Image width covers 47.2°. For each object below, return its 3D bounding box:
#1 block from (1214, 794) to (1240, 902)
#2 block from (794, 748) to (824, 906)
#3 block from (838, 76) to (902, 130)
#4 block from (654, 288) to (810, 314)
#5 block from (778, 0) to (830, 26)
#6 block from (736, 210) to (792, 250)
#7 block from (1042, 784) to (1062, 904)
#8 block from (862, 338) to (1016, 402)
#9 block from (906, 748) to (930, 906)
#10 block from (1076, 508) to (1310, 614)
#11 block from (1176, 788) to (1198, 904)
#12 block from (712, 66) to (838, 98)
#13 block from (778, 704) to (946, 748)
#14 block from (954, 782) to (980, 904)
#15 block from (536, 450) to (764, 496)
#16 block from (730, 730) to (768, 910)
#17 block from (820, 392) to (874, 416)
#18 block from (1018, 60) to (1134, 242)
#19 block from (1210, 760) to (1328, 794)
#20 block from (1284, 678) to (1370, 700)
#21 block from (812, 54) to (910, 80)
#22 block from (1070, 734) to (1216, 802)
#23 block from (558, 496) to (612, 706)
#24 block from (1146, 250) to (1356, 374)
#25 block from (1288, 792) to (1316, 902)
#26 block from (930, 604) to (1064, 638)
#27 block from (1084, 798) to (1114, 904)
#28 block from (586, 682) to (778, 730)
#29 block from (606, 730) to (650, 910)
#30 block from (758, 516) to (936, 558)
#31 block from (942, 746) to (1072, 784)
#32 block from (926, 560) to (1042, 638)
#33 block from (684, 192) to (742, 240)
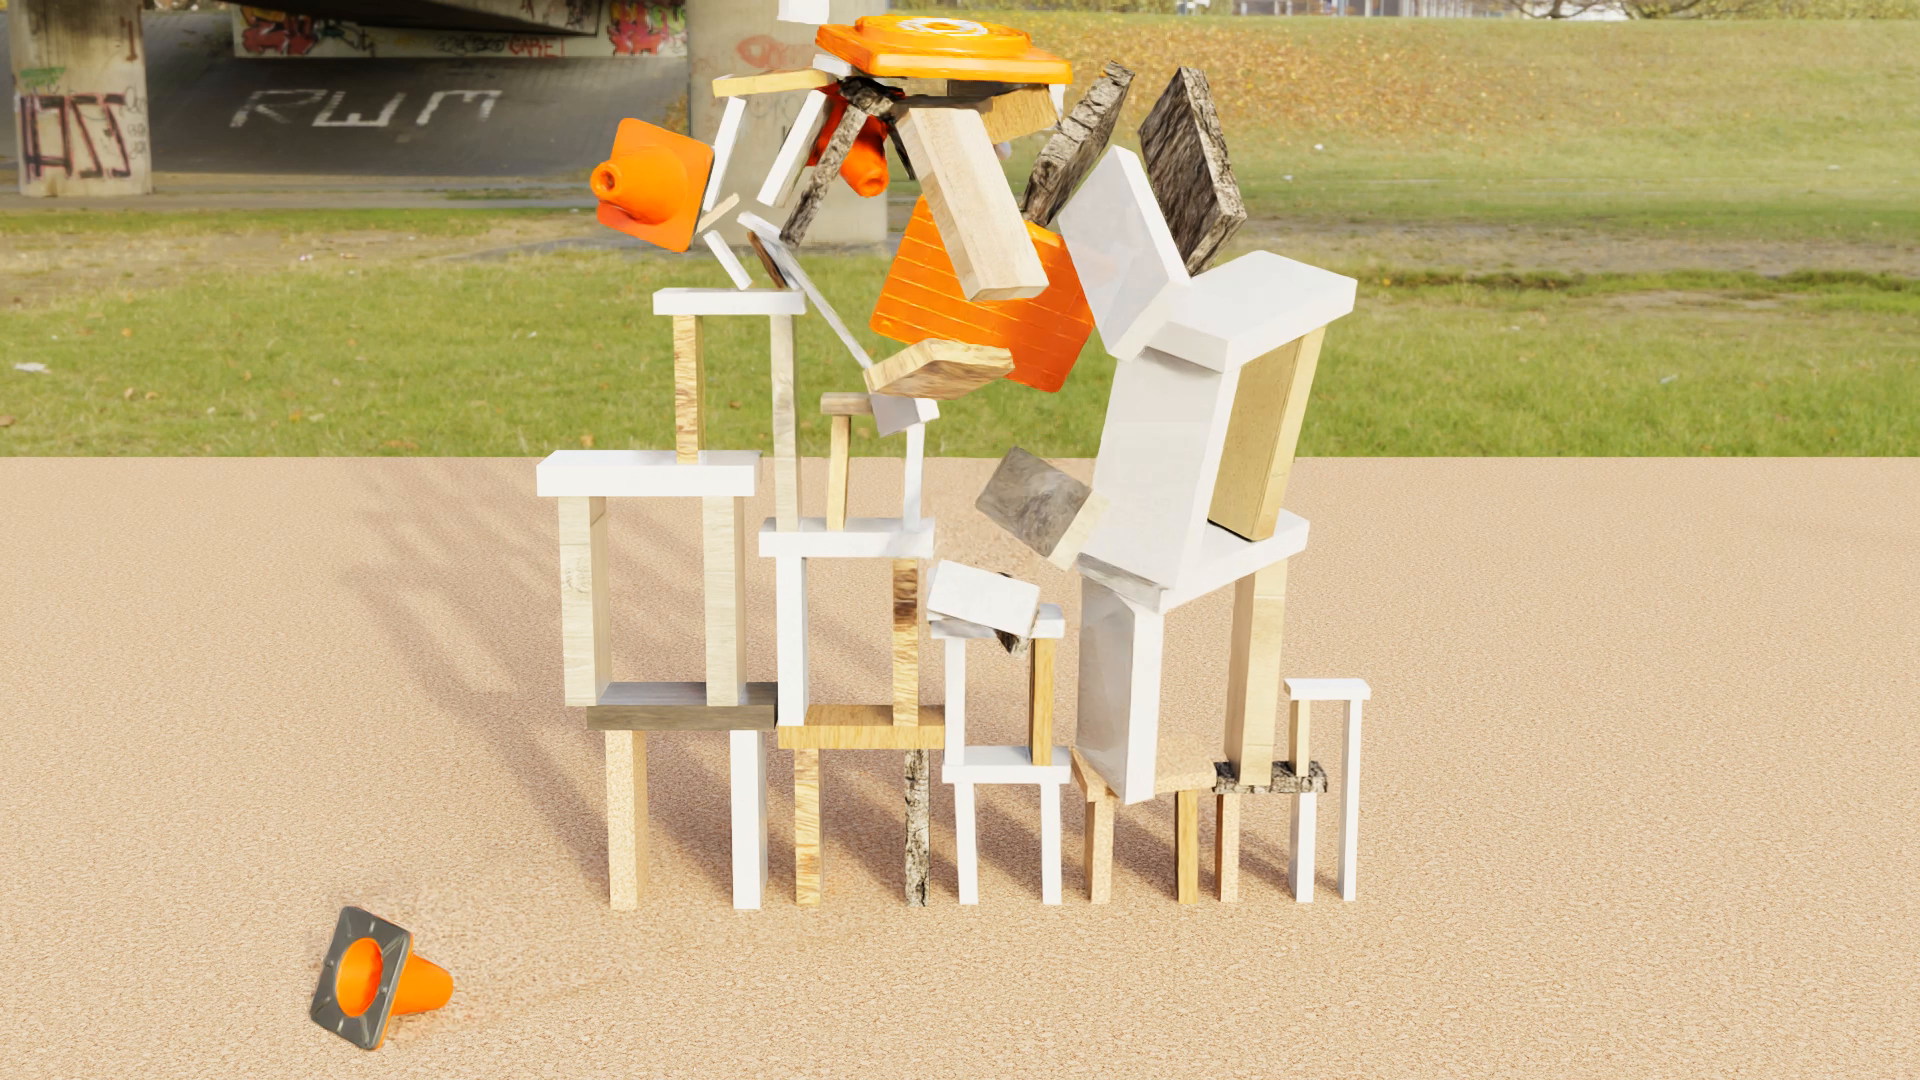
[{"bbox_3d":[0.444,0.497,3.657,0.027,0.187,0.094,0,11,0],"label":"block"},{"bbox_3d":[-0.249,0.457,3.649,0.038,0.268,0.134,0,10,0],"label":"block"},{"bbox_3d":[-0.073,-0.647,3.404,0.233,0.033,0.117,32,15,-1],"label":"block"},{"bbox_3d":[-0.359,-0.379,3.488,0.235,0.033,0.117,0,11,1],"label":"block"},{"bbox_3d":[-0.251,-0.938,3.594,0.026,0.182,0.091,14,15,38],"label":"block"},{"bbox_3d":[-0.302,-0.485,3.448,0.092,0.013,0.046,30,17,0],"label":"block"},{"bbox_3d":[0.152,0.486,3.647,0.030,0.209,0.104,-1,12,3],"label":"block"},{"bbox_3d":[-0.026,-0.226,2.932,0.108,0.030,0.215,-25,-12,28],"label":"block"},{"bbox_3d":[-0.070,0.457,3.648,0.038,0.268,0.134,0,11,0],"label":"block"},{"bbox_3d":[0.365,0.008,3.429,0.348,0.049,0.174,-21,36,-39],"label":"block"},{"bbox_3d":[0.376,0.484,3.651,0.030,0.214,0.107,-1,10,3],"label":"block"},{"bbox_3d":[-0.285,-0.711,3.401,0.178,0.025,0.089,-4,17,7],"label":"block"},{"bbox_3d":[-0.159,0.307,3.621,0.268,0.038,0.134,0,11,0],"label":"block"},{"bbox_3d":[0.013,0.486,3.646,0.030,0.209,0.104,-2,12,3],"label":"block"},{"bbox_3d":[-0.495,-0.108,3.544,0.341,0.048,0.171,0,11,0],"label":"block"},{"bbox_3d":[-0.349,0.442,3.642,0.043,0.302,0.151,0,11,0],"label":"block"},{"bbox_3d":[-0.130,-0.218,3.522,0.182,0.026,0.091,1,10,1],"label":"block"},{"bbox_3d":[0.175,-0.601,3.389,0.042,0.149,0.298,28,48,6],"label":"block"},{"bbox_3d":[0.507,0.392,3.635,0.187,0.027,0.094,0,11,-2],"label":"block"},{"bbox_3d":[0.600,0.244,3.599,0.130,0.018,0.065,0,11,-3],"label":"block"},{"bbox_3d":[-0.151,-0.722,3.358,0.068,0.019,0.137,25,23,39],"label":"block"},{"bbox_3d":[0.296,0.369,3.563,0.214,0.030,0.107,-6,29,-11],"label":"block"},{"bbox_3d":[-0.609,0.083,3.580,0.048,0.341,0.171,0,11,0],"label":"block"},{"bbox_3d":[0.415,-0.341,3.232,0.175,0.049,0.349,24,33,33],"label":"block"},{"bbox_3d":[0.569,0.497,3.657,0.027,0.187,0.094,0,11,0],"label":"block"},{"bbox_3d":[0.059,0.131,3.569,0.213,0.030,0.107,0,12,-2],"label":"block"},{"bbox_3d":[0.228,0.479,3.618,0.030,0.214,0.107,-2,27,-4],"label":"block"},{"bbox_3d":[-0.450,0.272,3.612,0.301,0.043,0.151,0,11,0],"label":"block"},{"bbox_3d":[-0.550,0.442,3.643,0.043,0.302,0.151,0,11,0],"label":"block"},{"bbox_3d":[-0.180,-0.005,3.564,0.278,0.039,0.139,0,11,0],"label":"block"},{"bbox_3d":[0.076,0.369,3.620,0.209,0.030,0.104,0,12,0],"label":"block"},{"bbox_3d":[0.037,0.088,3.326,0.158,0.079,0.022,16,-6,13],"label":"block"},{"bbox_3d":[-0.390,-0.510,3.459,0.103,0.015,0.051,-37,12,3],"label":"block"}]
